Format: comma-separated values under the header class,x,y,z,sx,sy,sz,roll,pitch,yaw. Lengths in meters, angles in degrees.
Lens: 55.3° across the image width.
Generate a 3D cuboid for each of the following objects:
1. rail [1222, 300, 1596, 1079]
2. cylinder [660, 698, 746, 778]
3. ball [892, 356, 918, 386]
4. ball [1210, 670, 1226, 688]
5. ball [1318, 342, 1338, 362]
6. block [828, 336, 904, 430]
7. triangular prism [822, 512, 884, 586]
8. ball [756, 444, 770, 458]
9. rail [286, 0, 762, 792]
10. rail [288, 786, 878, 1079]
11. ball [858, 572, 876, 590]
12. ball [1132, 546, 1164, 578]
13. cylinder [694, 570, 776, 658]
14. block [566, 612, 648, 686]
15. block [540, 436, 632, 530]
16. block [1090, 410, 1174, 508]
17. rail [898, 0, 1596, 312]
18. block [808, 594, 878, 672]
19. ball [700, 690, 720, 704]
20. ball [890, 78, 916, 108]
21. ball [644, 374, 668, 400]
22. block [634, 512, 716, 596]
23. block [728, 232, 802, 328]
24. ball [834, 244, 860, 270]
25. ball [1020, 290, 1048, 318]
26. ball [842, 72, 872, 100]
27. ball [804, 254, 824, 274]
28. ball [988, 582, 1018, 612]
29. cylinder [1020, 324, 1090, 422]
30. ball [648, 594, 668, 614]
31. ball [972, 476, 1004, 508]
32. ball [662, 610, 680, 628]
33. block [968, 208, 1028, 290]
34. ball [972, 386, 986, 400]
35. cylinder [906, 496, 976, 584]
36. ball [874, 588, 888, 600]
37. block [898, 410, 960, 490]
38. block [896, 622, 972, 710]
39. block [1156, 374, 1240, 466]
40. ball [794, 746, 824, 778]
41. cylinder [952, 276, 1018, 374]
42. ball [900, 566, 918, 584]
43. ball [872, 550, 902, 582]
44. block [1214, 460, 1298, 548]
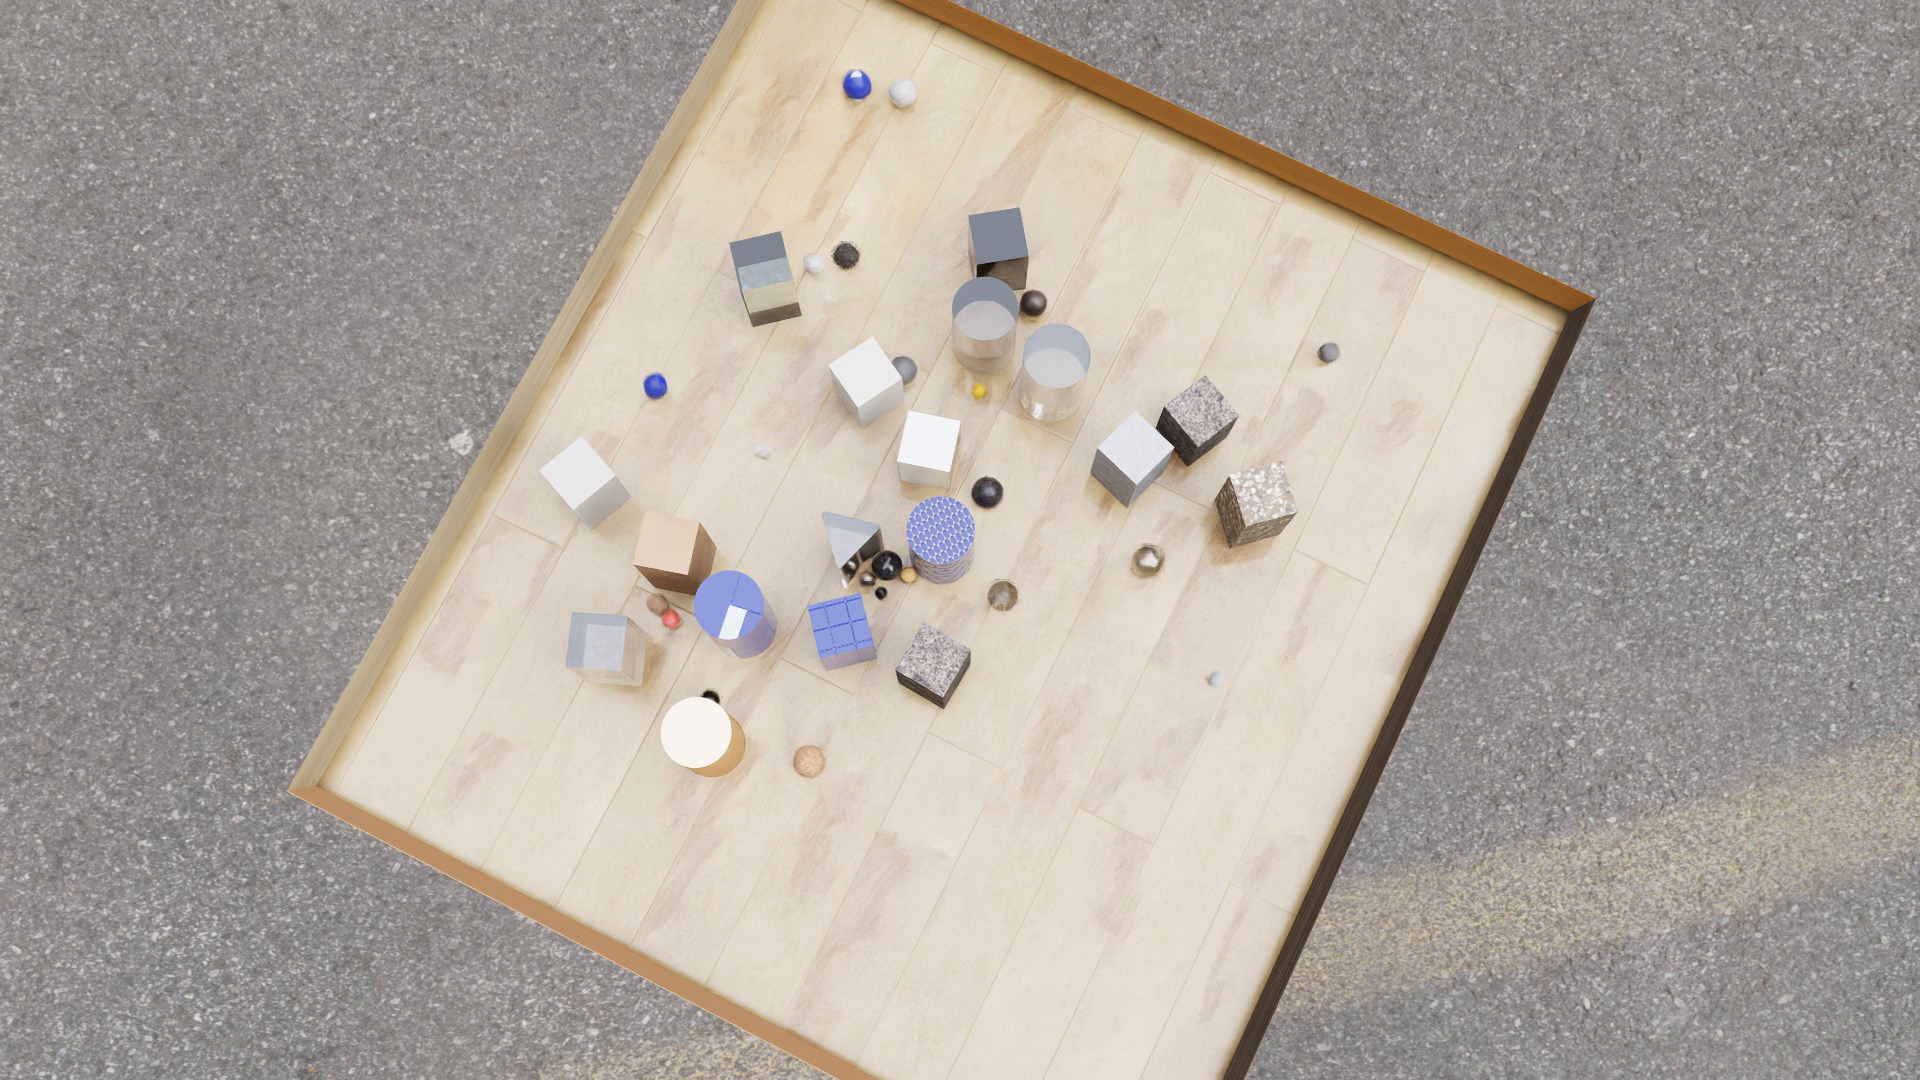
class,x,y,z,sx,sy,sz,roll,pitch,yaw
rail,1.246,0.617,5.422,0.045,0.129,3.101,26,80,5
cylinder,-0.741,0.576,5.316,0.198,0.355,0.198,0,78,0
ball,-0.178,-0.525,5.680,0.089,0.089,0.089,0,78,0
ball,0.773,0.418,5.505,0.050,0.050,0.050,0,78,0
ball,1.147,-0.583,5.705,0.063,0.063,0.063,0,78,0
block,-0.283,-0.476,5.587,0.159,0.251,0.159,-34,80,-7
triangular prism,-0.344,0.003,5.451,0.149,0.324,0.172,43,81,8
ball,-0.606,-0.276,5.650,0.046,0.046,0.046,0,78,0
rail,-1.246,-0.603,5.675,0.045,0.129,3.101,26,80,5
rail,-0.683,1.344,5.271,2.833,0.129,0.045,26,80,5
ball,-0.281,0.122,5.564,0.054,0.054,0.054,0,78,0
ball,0.568,0.066,5.552,0.099,0.099,0.099,0,78,0
cylinder,-0.655,0.222,5.373,0.198,0.386,0.198,0,78,0
block,-1.033,0.322,5.376,0.159,0.341,0.159,4,78,1
block,-1.122,-0.169,5.509,0.159,0.279,0.159,-41,81,-8
block,0.513,-0.238,5.506,0.159,0.314,0.159,44,82,8
rail,0.683,-1.330,5.825,2.833,0.129,0.045,26,80,5
block,-0.346,0.274,5.421,0.159,0.272,0.159,-14,79,-3
ball,-0.748,0.479,5.488,0.058,0.058,0.058,0,78,0
ball,-0.182,-1.431,5.868,0.088,0.088,0.088,0,78,0
ball,-0.942,-0.475,5.675,0.077,0.077,0.077,0,78,0
block,-0.838,0.046,5.415,0.159,0.375,0.159,11,79,2
block,-0.593,-0.795,5.612,0.159,0.331,0.159,-13,79,-3
ball,-0.357,-0.891,5.760,0.081,0.081,0.081,0,78,0
ball,0.230,-0.738,5.726,0.085,0.085,0.085,0,78,0
ball,-0.328,-1.454,5.870,0.093,0.093,0.093,0,78,0
ball,-0.458,-0.867,5.765,0.061,0.061,0.061,0,78,0
ball,0.130,0.170,5.534,0.093,0.093,0.093,0,78,0
cylinder,0.283,-0.502,5.535,0.198,0.364,0.198,0,78,0
ball,-0.913,0.196,5.545,0.062,0.062,0.062,0,78,0
ball,0.084,-0.146,5.596,0.099,0.099,0.099,0,78,0
ball,-0.872,0.241,5.540,0.053,0.053,0.053,0,78,0
block,0.116,-0.885,5.651,0.159,0.291,0.159,-9,78,-2
ball,0.059,-0.458,5.689,0.043,0.043,0.043,0,78,0
cylinder,-0.055,0.005,5.443,0.198,0.338,0.198,0,78,0
ball,-0.238,0.164,5.562,0.040,0.040,0.040,0,78,0
block,-0.092,-0.269,5.549,0.159,0.241,0.159,12,79,2
block,-0.077,0.373,5.383,0.159,0.307,0.159,30,80,6
block,0.718,-0.359,5.564,0.159,0.248,0.159,-37,81,-7
ball,-0.448,0.655,5.433,0.094,0.094,0.094,0,78,0
cylinder,0.075,-0.650,5.580,0.198,0.336,0.198,0,78,0
ball,-0.156,0.106,5.569,0.051,0.051,0.051,0,78,0
ball,-0.221,0.078,5.552,0.094,0.094,0.094,0,78,0
block,0.881,-0.102,5.472,0.159,0.325,0.159,-15,79,-3
